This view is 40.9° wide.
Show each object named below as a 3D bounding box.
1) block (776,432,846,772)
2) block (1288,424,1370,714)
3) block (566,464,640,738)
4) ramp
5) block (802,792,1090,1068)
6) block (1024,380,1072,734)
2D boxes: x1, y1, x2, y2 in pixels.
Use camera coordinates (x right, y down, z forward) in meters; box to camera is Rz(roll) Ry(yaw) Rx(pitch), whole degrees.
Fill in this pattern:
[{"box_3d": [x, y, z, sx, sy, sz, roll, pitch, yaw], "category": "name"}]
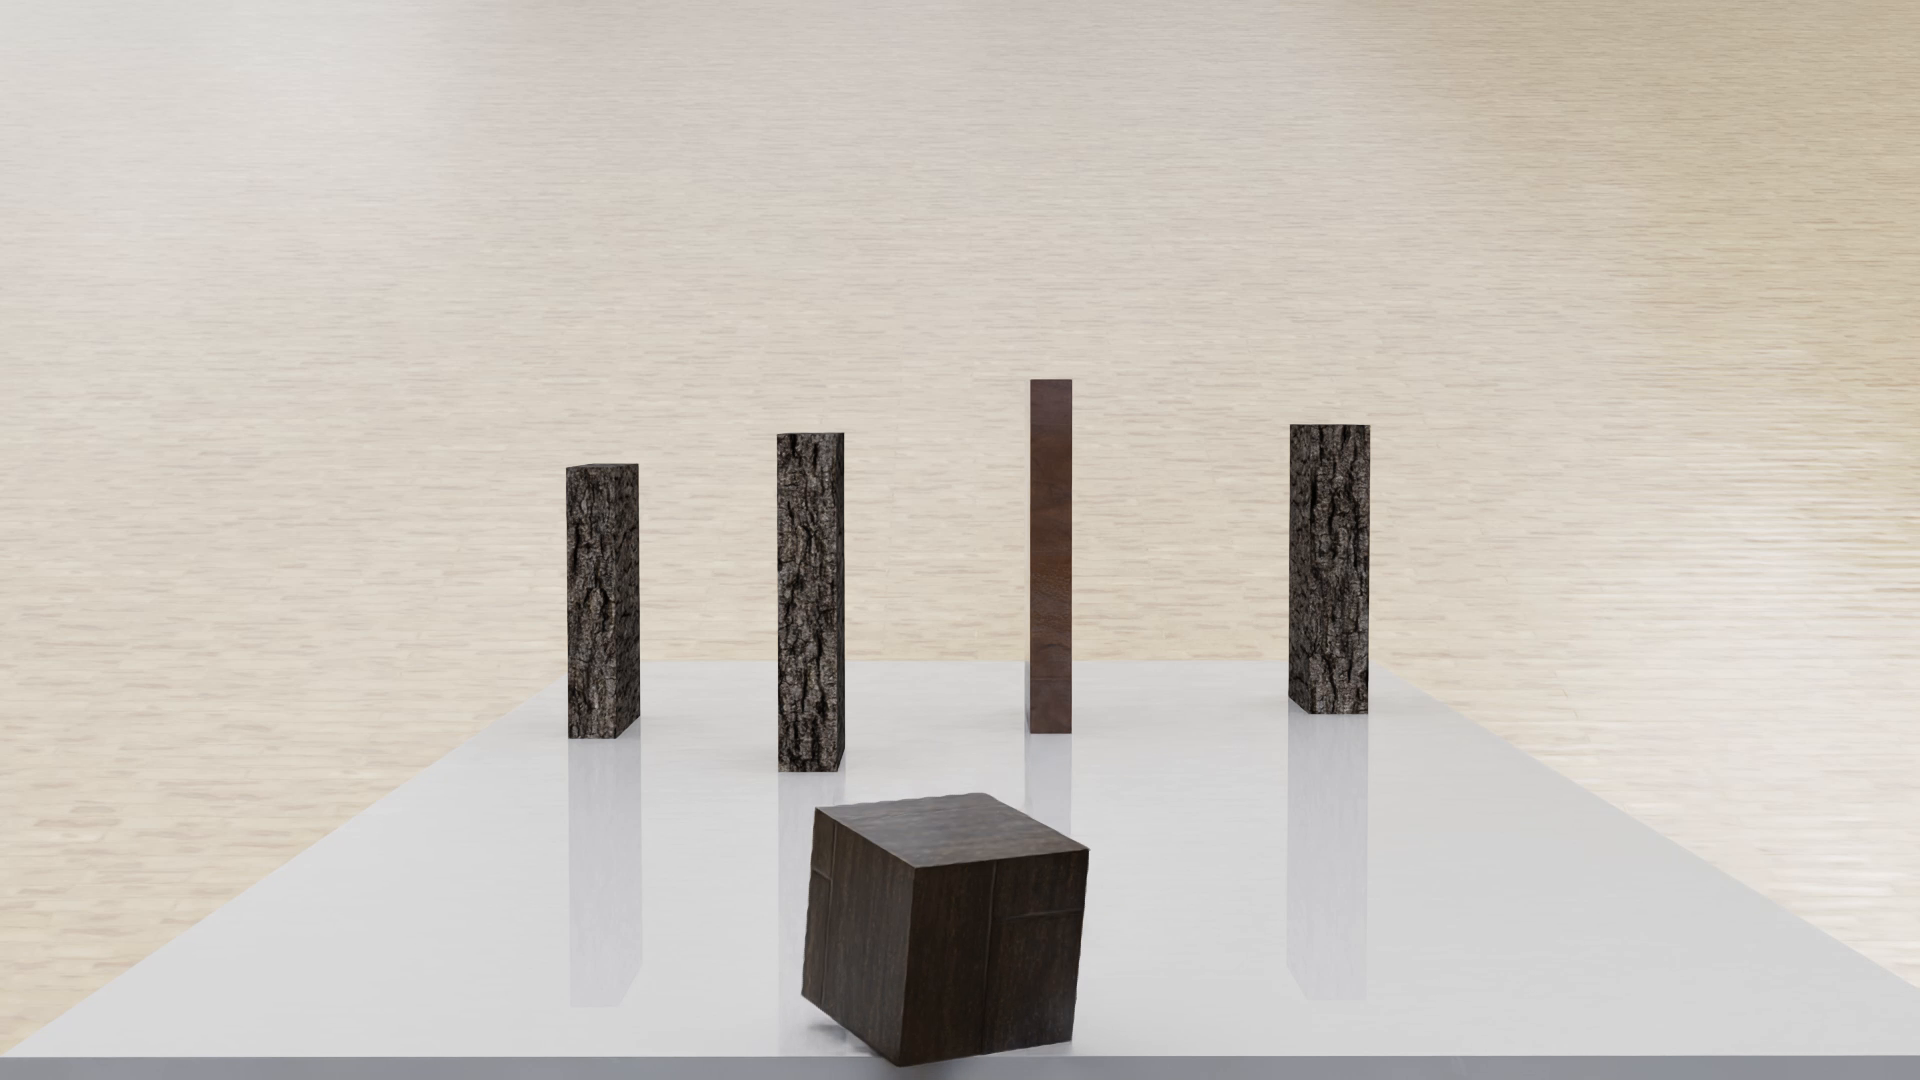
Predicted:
[{"box_3d": [-0.268, 0.103, 4.672, 0.104, 0.594, 0.335, 0, 3, 0], "category": "block"}, {"box_3d": [0.792, 0.054, 5.530, 0.124, 0.604, 0.336, 0, 3, 0], "category": "block"}, {"box_3d": [-0.714, 0.113, 5.164, 0.094, 0.526, 0.384, 0, 3, 0], "category": "block"}, {"box_3d": [0.051, 0.457, 4.533, 2.000, 0.100, 4.000, 0, 3, 0], "category": "ramp"}, {"box_3d": [-0.017, 0.389, 2.606, 0.202, 0.202, 0.202, -2, 12, -31], "category": "block"}, {"box_3d": [0.178, 0.023, 5.240, 0.082, 0.696, 0.404, 0, 3, 0], "category": "block"}]
